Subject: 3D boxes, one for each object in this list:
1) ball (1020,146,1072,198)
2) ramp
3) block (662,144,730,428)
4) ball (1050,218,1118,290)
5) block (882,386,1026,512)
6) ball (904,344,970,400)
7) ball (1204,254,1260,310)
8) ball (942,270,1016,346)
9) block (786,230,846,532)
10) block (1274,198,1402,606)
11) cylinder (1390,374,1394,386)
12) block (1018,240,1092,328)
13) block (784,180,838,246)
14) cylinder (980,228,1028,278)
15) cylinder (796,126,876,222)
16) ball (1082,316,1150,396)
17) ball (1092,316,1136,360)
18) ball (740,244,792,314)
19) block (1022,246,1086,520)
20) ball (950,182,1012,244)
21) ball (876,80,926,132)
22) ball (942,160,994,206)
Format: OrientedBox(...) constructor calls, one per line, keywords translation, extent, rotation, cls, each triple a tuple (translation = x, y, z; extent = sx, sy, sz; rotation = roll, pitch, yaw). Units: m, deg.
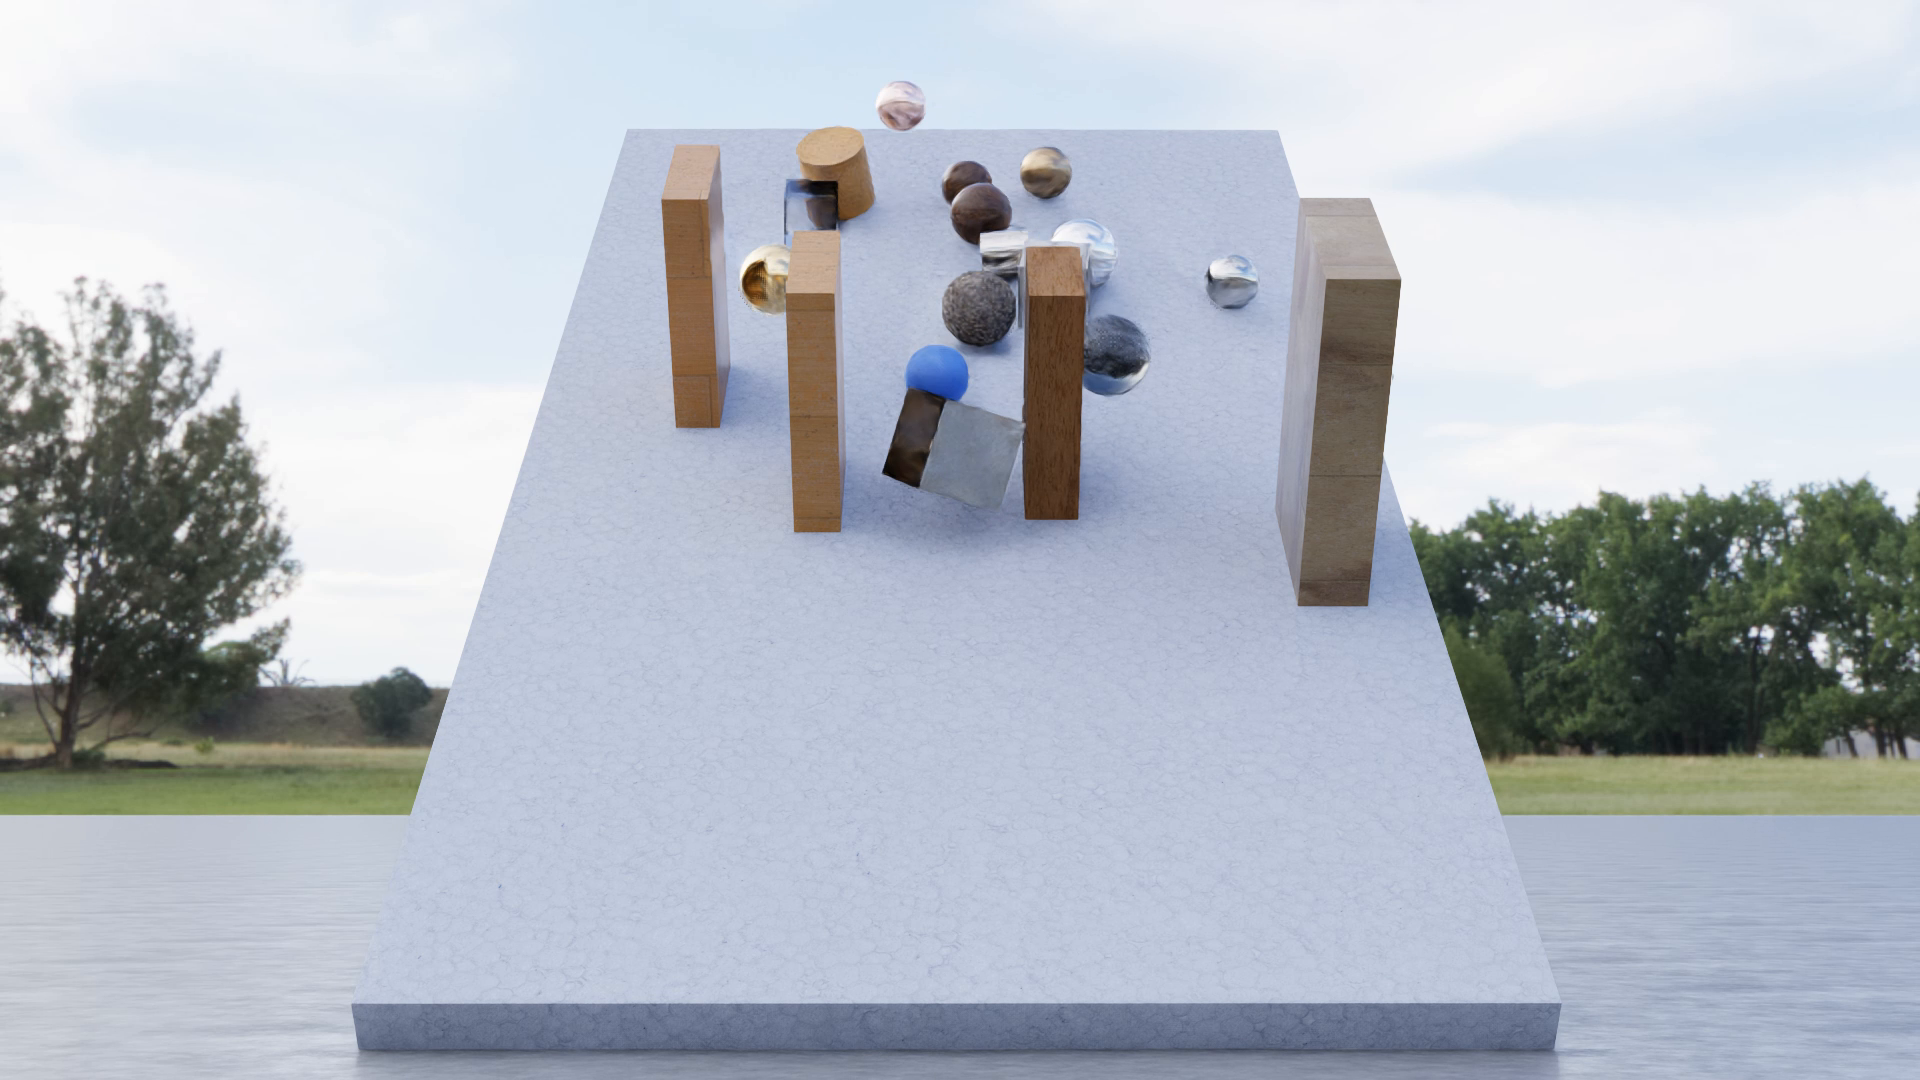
OrientedBox(translation=(0.246, -1.055, 6.949), extent=(0.150, 0.150, 0.150), rotation=(0, -6, 0), cls="ball")
OrientedBox(translation=(-0.014, -0.206, 5.750), extent=(2.000, 0.100, 4.000), rotation=(0, 30, 0), cls="ramp")
OrientedBox(translation=(-0.622, -0.602, 5.749), extent=(0.105, 0.581, 0.335), rotation=(0, 30, 0), cls="block")
OrientedBox(translation=(0.322, -0.753, 6.397), extent=(0.190, 0.190, 0.190), rotation=(0, -6, 0), cls="ball")
OrientedBox(translation=(-0.014, -0.198, 5.245), extent=(0.200, 0.200, 0.200), rotation=(15, 4, -27), cls="block")
OrientedBox(translation=(-0.055, -0.393, 5.816), extent=(0.155, 0.155, 0.155), rotation=(0, -6, 0), cls="ball")
OrientedBox(translation=(0.708, -0.673, 6.308), extent=(0.145, 0.145, 0.145), rotation=(0, -6, 0), cls="ball")
OrientedBox(translation=(0.048, -0.584, 6.108), extent=(0.190, 0.190, 0.190), rotation=(0, -6, 0), cls="ball")
OrientedBox(translation=(-0.314, -0.348, 5.324), extent=(0.103, 0.575, 0.327), rotation=(0, 30, 0), cls="block")
OrientedBox(translation=(0.780, -0.287, 5.058), extent=(0.147, 0.747, 0.410), rotation=(0, 30, 0), cls="block")
OrientedBox(translation=(0.907, -0.325, 5.603), extent=(0.156, 0.156, 0.156), rotation=(16, -18, 5), cls="cylinder")
OrientedBox(translation=(0.245, -0.657, 6.251), extent=(0.172, 0.172, 0.172), rotation=(4, 31, 6), cls="block")
OrientedBox(translation=(-0.411, -0.903, 6.697), extent=(0.140, 0.140, 0.140), rotation=(0, 30, 0), cls="block")
OrientedBox(translation=(0.120, -0.764, 6.465), extent=(0.127, 0.127, 0.127), rotation=(-5, -6, 1), cls="cylinder")
OrientedBox(translation=(-0.348, -1.032, 6.823), extent=(0.191, 0.191, 0.191), rotation=(-1, -46, 11), cls="cylinder")
OrientedBox(translation=(0.341, -0.420, 5.520), extent=(0.185, 0.185, 0.185), rotation=(0, -6, 0), cls="ball")
OrientedBox(translation=(0.385, -0.503, 6.053), extent=(0.109, 0.109, 0.109), rotation=(0, -6, 0), cls="ball")
OrientedBox(translation=(-0.453, -0.638, 5.929), extent=(0.173, 0.173, 0.173), rotation=(0, -6, 0), cls="ball")
OrientedBox(translation=(0.204, -0.346, 5.354), extent=(0.118, 0.545, 0.261), rotation=(0, 30, 0), cls="block")
OrientedBox(translation=(0.058, -0.897, 6.661), extent=(0.169, 0.169, 0.169), rotation=(0, -6, 0), cls="ball")
OrientedBox(translation=(-0.166, -1.225, 6.835), extent=(0.144, 0.144, 0.144), rotation=(0, -6, 0), cls="ball")
OrientedBox(translation=(0.020, -1.002, 6.861), extent=(0.147, 0.147, 0.147), rotation=(0, -6, 0), cls="ball")
